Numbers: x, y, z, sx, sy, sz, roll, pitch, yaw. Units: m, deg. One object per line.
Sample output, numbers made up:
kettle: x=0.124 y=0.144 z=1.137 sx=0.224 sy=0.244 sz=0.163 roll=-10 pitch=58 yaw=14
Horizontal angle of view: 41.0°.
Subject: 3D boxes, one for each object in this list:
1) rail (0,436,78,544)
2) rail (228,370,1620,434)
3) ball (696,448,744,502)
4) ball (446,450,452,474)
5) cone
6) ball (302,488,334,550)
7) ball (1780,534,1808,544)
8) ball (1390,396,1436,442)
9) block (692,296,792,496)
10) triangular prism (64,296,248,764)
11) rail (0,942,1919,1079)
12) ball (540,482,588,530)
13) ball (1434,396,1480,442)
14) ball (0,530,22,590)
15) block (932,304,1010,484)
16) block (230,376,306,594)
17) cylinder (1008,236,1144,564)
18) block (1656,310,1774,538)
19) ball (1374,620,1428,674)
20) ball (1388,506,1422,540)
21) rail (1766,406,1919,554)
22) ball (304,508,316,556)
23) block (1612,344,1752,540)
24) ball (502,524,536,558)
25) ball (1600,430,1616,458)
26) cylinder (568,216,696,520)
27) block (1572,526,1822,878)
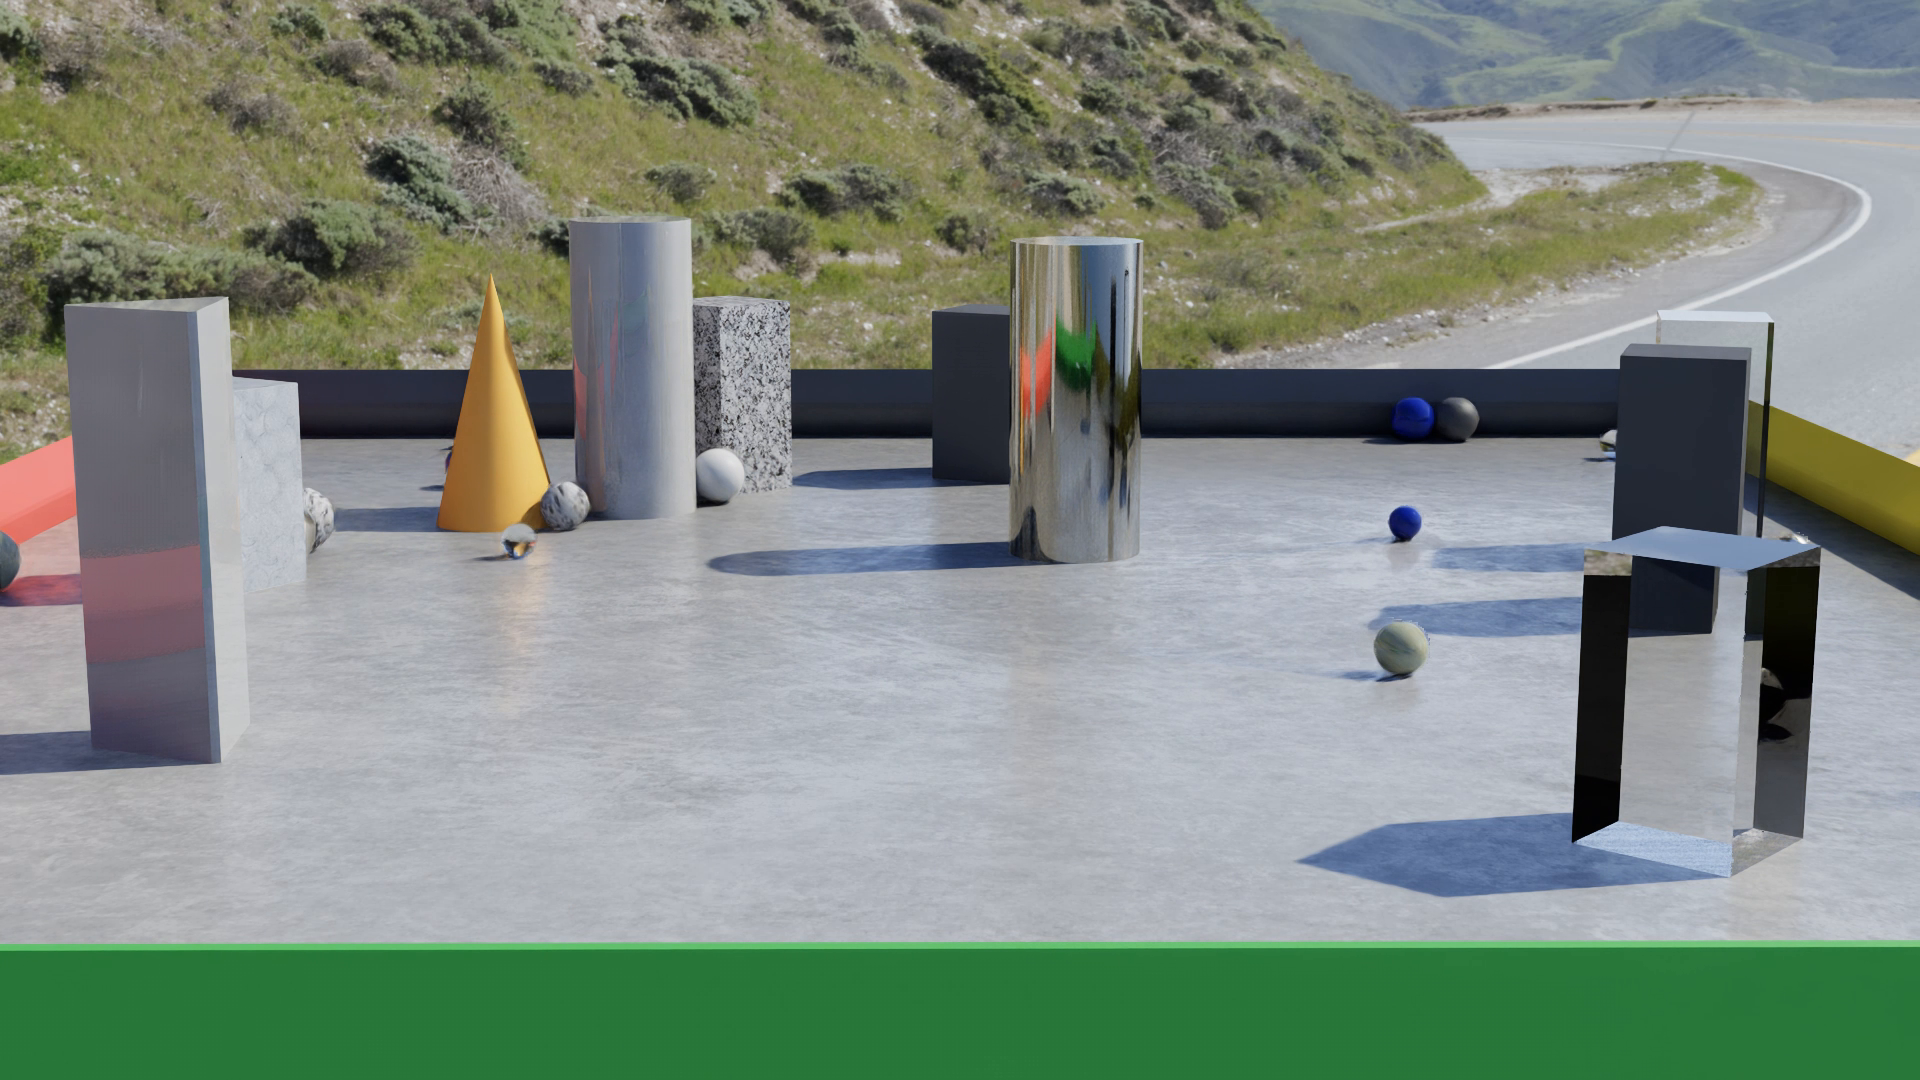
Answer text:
rail: x=-1.426 y=0.035 z=3.441 sx=0.045 sy=0.129 sz=3.398 roll=0 pitch=10 yaw=0
rail: x=-0.010 y=-0.271 z=5.096 sx=2.900 sy=0.129 sz=0.045 roll=0 pitch=10 yaw=0
ball: x=-0.409 y=-0.109 z=4.323 sx=0.092 sy=0.092 sz=0.092 roll=0 pitch=10 yaw=0
ball: x=-0.861 y=-0.130 z=4.482 sx=0.076 sy=0.076 sz=0.076 roll=0 pitch=10 yaw=0
cone: x=-0.746 y=-0.228 z=4.113 sx=0.199 sy=0.403 sz=0.199 roll=0 pitch=10 yaw=0
ball: x=-0.999 y=-0.031 z=3.893 sx=0.097 sy=0.097 sz=0.097 roll=0 pitch=10 yaw=0
ball: x=1.222 y=0.016 z=3.767 sx=0.050 sy=0.050 sz=0.050 roll=0 pitch=10 yaw=0
ball: x=0.887 y=-0.237 z=5.031 sx=0.088 sy=0.088 sz=0.088 roll=0 pitch=10 yaw=0
block: x=-0.406 y=-0.252 z=4.458 sx=0.159 sy=0.326 sz=0.159 roll=10 pitch=14 yaw=43
triangular prism: x=-0.832 y=-0.018 z=2.771 sx=0.172 sy=0.478 sz=0.149 roll=5 pitch=12 yaw=25
rail: x=0.010 y=0.338 z=1.801 sx=2.900 sy=0.129 sz=0.045 roll=0 pitch=10 yaw=0
ball: x=-0.628 y=-0.055 z=4.078 sx=0.076 sy=0.076 sz=0.076 roll=0 pitch=10 yaw=0
ball: x=0.974 y=-0.238 z=5.035 sx=0.087 sy=0.087 sz=0.087 roll=0 pitch=10 yaw=0
ball: x=-1.361 y=0.028 z=3.586 sx=0.092 sy=0.092 sz=0.092 roll=0 pitch=10 yaw=0
block: x=0.057 y=-0.264 z=4.596 sx=0.159 sy=0.299 sz=0.159 roll=5 pitch=12 yaw=26
block: x=-1.048 y=-0.079 z=3.634 sx=0.159 sy=0.284 sz=0.159 roll=7 pitch=12 yaw=32
cylinder: x=0.173 y=-0.214 z=3.856 sx=0.199 sy=0.470 sz=0.199 roll=0 pitch=10 yaw=0
block: x=1.127 y=-0.159 z=3.866 sx=0.159 sy=0.358 sz=0.159 roll=2 pitch=11 yaw=13
ball: x=0.534 y=0.130 z=3.105 sx=0.065 sy=0.065 sz=0.065 roll=0 pitch=10 yaw=0
ball: x=0.693 y=-0.027 z=3.992 sx=0.052 sy=0.052 sz=0.052 roll=0 pitch=10 yaw=0
rail: x=1.426 y=0.032 z=3.457 sx=0.045 sy=0.129 sz=3.398 roll=0 pitch=10 yaw=0
ball: x=-0.999 y=-0.010 z=3.771 sx=0.100 sy=0.100 sz=0.100 roll=0 pitch=10 yaw=0
block: x=0.967 y=-0.078 z=3.445 sx=0.159 sy=0.352 sz=0.159 roll=4 pitch=11 yaw=19
ball: x=-0.661 y=0.000 z=3.846 sx=0.052 sy=0.052 sz=0.052 roll=0 pitch=10 yaw=0
ball: x=1.229 y=-0.180 z=4.808 sx=0.055 sy=0.055 sz=0.055 roll=0 pitch=10 yaw=0
cylinder: x=-0.538 y=-0.287 z=4.222 sx=0.199 sy=0.480 sz=0.199 roll=0 pitch=10 yaw=0
block: x=0.693 y=0.146 z=2.416 sx=0.159 sy=0.284 sz=0.159 roll=9 pitch=14 yaw=40
